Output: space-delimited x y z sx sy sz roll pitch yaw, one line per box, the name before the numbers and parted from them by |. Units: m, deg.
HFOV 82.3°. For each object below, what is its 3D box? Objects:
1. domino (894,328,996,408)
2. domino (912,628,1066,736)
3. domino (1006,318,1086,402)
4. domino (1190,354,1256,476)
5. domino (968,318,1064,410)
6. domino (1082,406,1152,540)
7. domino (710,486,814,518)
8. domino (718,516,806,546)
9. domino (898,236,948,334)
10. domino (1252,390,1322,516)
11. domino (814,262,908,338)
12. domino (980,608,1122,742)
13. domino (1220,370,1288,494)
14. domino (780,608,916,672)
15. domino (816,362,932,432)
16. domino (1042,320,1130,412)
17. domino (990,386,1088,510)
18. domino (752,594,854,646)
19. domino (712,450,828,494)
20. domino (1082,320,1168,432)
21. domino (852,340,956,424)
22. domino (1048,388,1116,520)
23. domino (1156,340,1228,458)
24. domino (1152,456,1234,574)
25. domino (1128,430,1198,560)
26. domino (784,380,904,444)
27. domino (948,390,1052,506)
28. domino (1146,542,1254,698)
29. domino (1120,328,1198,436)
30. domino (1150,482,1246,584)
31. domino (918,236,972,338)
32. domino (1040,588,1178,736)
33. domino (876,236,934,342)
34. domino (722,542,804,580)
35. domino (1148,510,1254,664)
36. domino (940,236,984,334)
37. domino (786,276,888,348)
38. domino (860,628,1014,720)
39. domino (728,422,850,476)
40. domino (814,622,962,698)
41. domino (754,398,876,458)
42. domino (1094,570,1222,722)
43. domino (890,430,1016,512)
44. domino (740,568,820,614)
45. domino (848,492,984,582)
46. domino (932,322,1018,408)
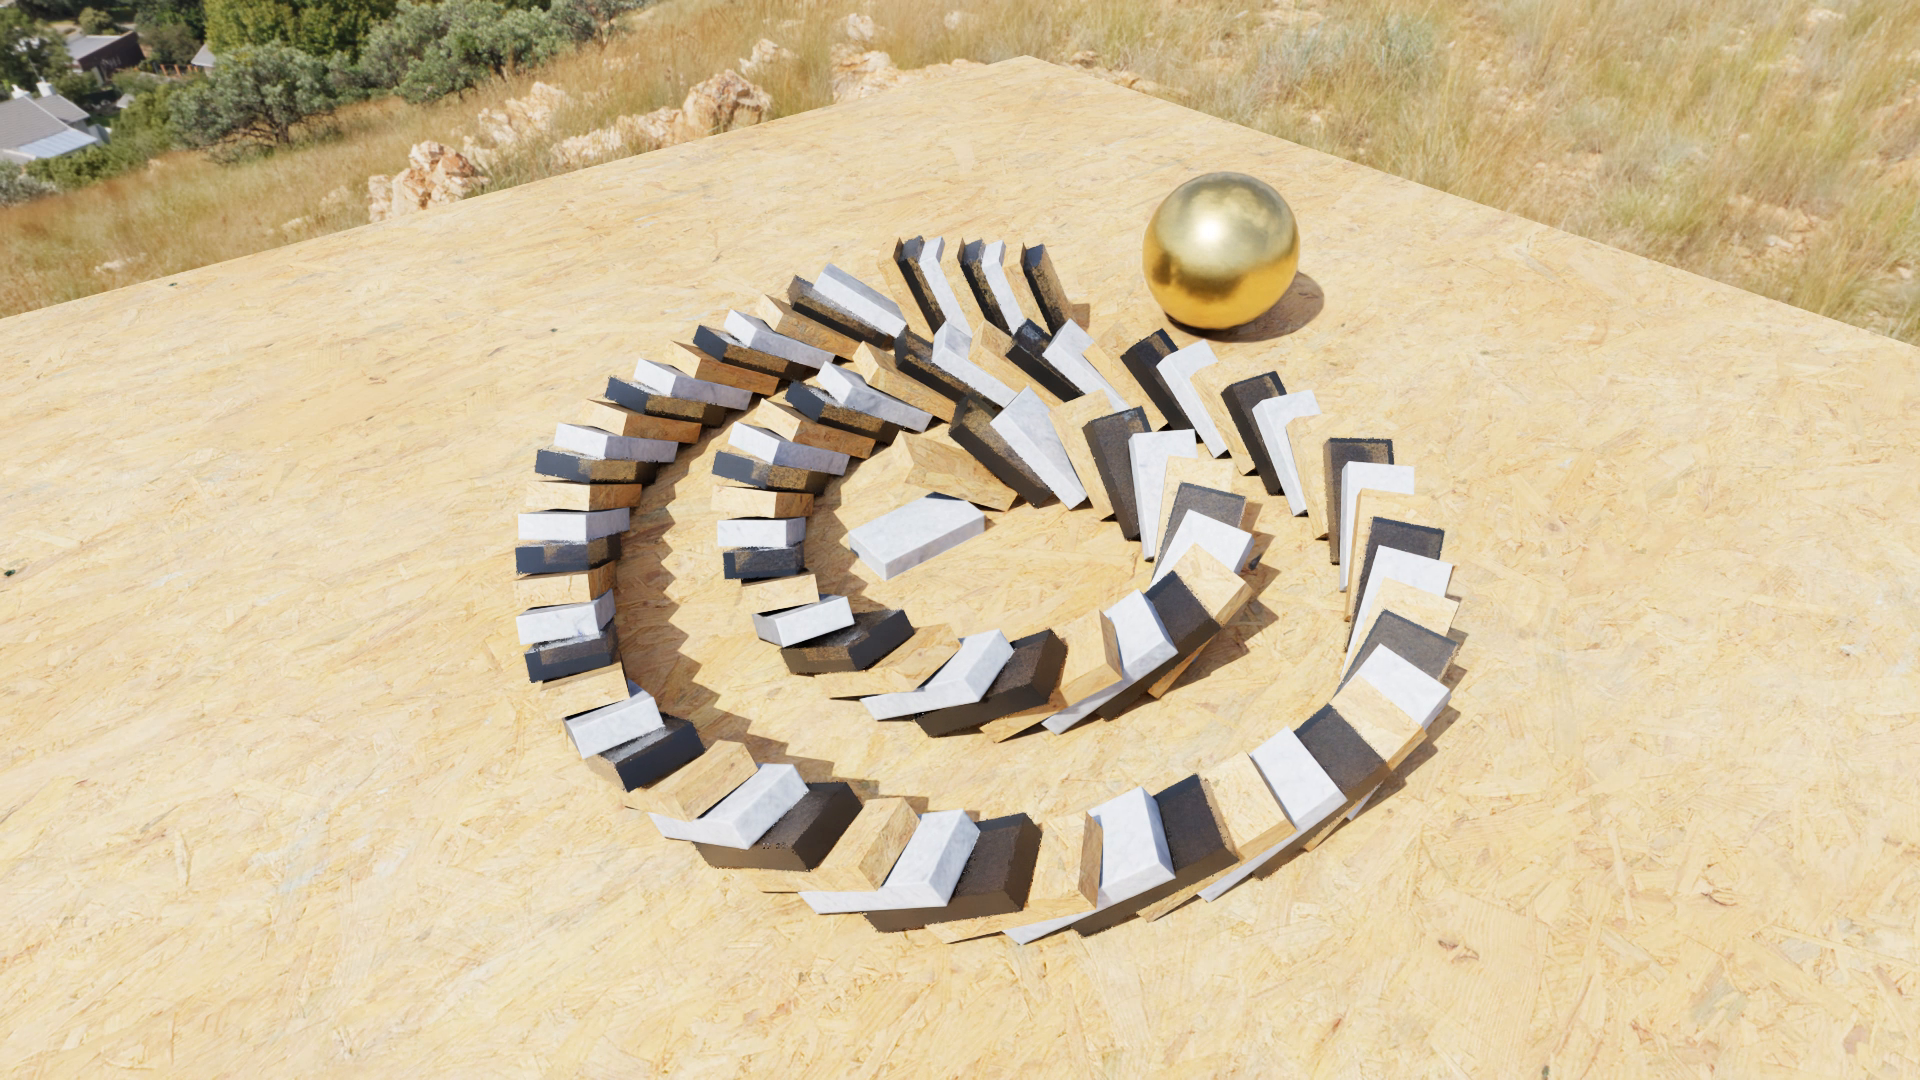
domino | -0.007 -0.079 0.517 0.050 0.010 0.025 27 30 -26
domino | 0.010 0.047 0.363 0.050 0.009 0.025 -23 26 36
domino | 0.046 -0.081 0.521 0.050 0.009 0.025 36 40 -12
domino | 0.126 -0.056 0.491 0.025 0.009 0.050 -22 79 -25
domino | 0.028 -0.081 0.521 0.050 0.010 0.025 32 36 -18
domino | 0.072 -0.028 0.454 0.025 0.010 0.050 -18 83 -20
domino | -0.078 -0.015 0.440 0.025 0.009 0.050 7 3 8
domino | -0.076 -0.004 0.426 0.025 0.009 0.050 0 3 0
domino | -0.015 -0.129 0.569 0.010 0.050 0.025 -16 35 20
domino | 0.146 -0.037 0.468 0.025 0.009 0.050 -14 76 -16
domino | -0.051 -0.125 0.573 0.050 0.009 0.025 30 23 -12
domino | 0.029 0.045 0.365 0.050 0.009 0.025 -31 33 23
domino | 0.136 -0.047 0.480 0.025 0.009 0.050 -18 78 -21
domino | -0.040 0.035 0.378 0.025 0.010 0.050 -32 12 -33
domino | -0.039 -0.065 0.501 0.050 0.009 0.025 14 23 -45
domino | 0.064 -0.079 0.519 0.050 0.010 0.025 40 43 -8
domino | 0.038 -0.040 0.468 0.050 0.009 0.025 47 44 -6
domino | -0.056 0.027 0.387 0.025 0.010 0.050 -17 5 -19
domino | -0.078 -0.027 0.455 0.025 0.009 0.050 16 5 19
domino | 0.083 -0.077 0.515 0.050 0.009 0.025 47 49 -2
domino | -0.024 -0.073 0.510 0.050 0.010 0.025 21 25 -36
domino | 0.060 -0.036 0.464 0.025 0.010 0.050 -24 85 -28
domino | 0.114 -0.065 0.501 0.025 0.010 0.050 -26 82 -29
domino | 0.090 -0.006 0.428 0.025 0.009 0.050 8 79 9
domino | 0.084 -0.018 0.442 0.025 0.009 0.050 -5 80 -6
domino | -0.051 -0.057 0.491 0.025 0.009 0.050 37 16 36
domino | 0.018 -0.038 0.466 0.050 0.010 0.025 38 34 -18
domino | 0.076 0.028 0.386 0.050 0.009 0.025 -49 50 4
domino | 0.099 -0.072 0.509 0.025 0.009 0.050 -34 86 -35
domino | 0.089 0.005 0.414 0.025 0.009 0.050 15 80 18
domino | -0.005 -0.129 0.569 0.010 0.050 0.025 -16 35 20
domino | 0.046 0.041 0.371 0.050 0.009 0.025 -37 39 15
domino | -0.026 -0.128 0.569 0.010 0.050 0.025 -17 35 19
domino | -0.073 0.007 0.412 0.025 0.009 0.050 -4 3 -4
domino | 0.084 0.017 0.400 0.025 0.009 0.050 25 84 27
domino | 0.006 -0.128 0.568 0.010 0.050 0.025 -16 35 20
domino | -0.063 -0.116 0.563 0.050 0.010 0.025 22 25 -27
domino | -0.008 0.045 0.366 0.050 0.009 0.025 -18 23 43
domino | -0.072 -0.039 0.468 0.025 0.010 0.050 24 9 28
domino | -0.025 0.041 0.371 0.050 0.010 0.025 -14 20 50
domino | -0.063 -0.048 0.480 0.025 0.010 0.050 31 12 32
domino | 0.062 0.036 0.377 0.050 0.010 0.025 -42 43 10
domino | -0.003 -0.029 0.461 0.050 0.010 0.025 14 32 -29
domino | -0.066 0.018 0.399 0.025 0.010 0.050 -10 3 -11
domino | -0.017 -0.003 0.447 0.050 0.009 0.025 -27 46 -29
domino | 0.010 -0.081 0.520 0.050 0.010 0.025 30 34 -21
